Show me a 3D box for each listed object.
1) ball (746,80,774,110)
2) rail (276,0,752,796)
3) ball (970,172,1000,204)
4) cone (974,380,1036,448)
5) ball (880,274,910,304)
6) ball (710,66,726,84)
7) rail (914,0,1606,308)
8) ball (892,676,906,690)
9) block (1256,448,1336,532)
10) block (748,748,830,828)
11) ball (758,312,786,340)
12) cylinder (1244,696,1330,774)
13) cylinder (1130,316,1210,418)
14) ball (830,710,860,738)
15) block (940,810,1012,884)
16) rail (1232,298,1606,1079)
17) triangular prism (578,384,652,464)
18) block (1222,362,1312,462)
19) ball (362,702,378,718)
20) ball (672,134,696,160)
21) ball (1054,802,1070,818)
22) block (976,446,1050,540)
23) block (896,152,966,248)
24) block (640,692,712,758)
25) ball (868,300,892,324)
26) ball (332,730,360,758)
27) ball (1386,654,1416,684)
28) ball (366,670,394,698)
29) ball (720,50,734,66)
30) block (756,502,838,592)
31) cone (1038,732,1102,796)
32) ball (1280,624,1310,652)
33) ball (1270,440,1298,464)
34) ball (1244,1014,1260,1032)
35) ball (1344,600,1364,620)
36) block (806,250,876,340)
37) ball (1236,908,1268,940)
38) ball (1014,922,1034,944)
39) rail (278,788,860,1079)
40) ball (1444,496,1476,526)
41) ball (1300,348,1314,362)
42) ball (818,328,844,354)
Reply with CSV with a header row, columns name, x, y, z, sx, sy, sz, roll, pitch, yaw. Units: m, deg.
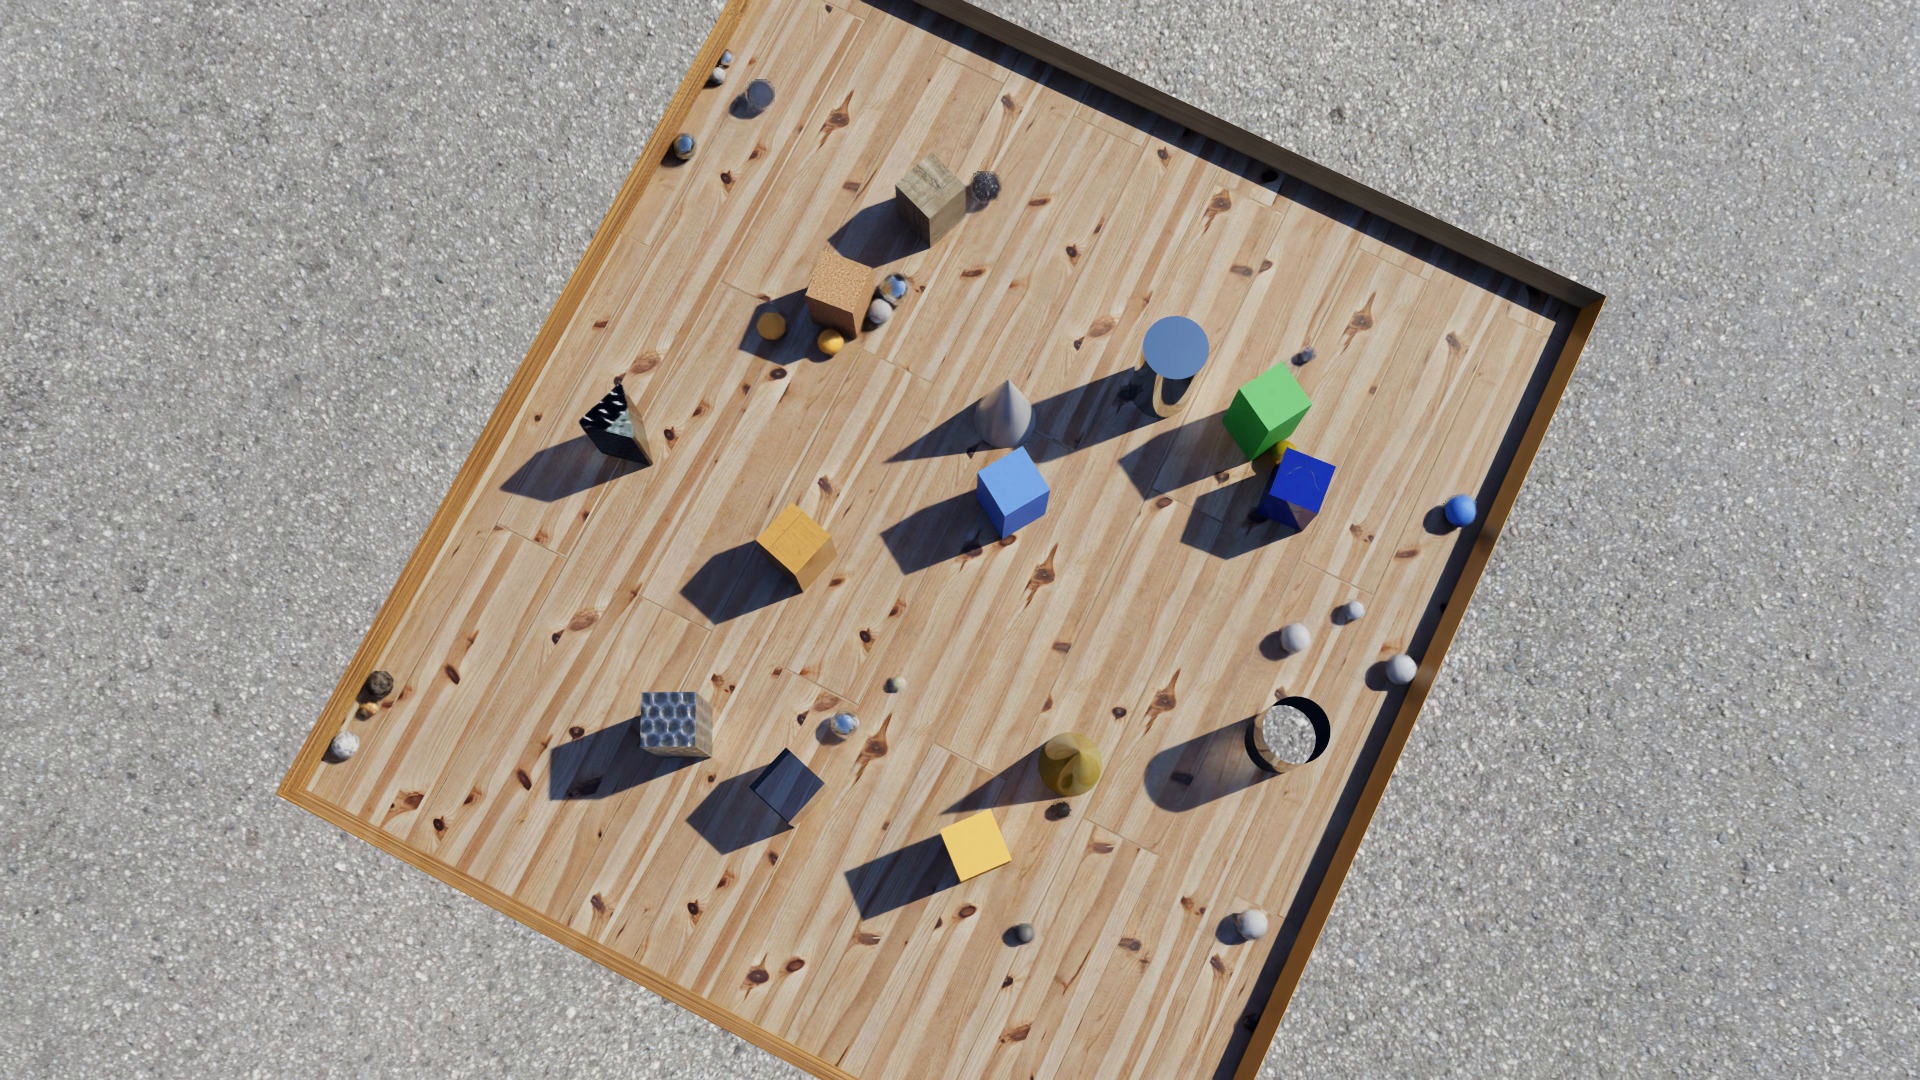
name,x,y,z,sx,sy,sz,roll,pitch,yaw
ball,-0.641,-1.424,5.865,0.091,0.091,0.091,0,78,0
rail,-1.270,-0.615,5.679,0.045,0.125,3.147,26,80,5
ball,0.081,-1.115,5.798,0.096,0.096,0.096,0,78,0
cone,0.140,-0.421,5.487,0.192,0.424,0.192,0,78,0
ball,-0.202,-0.783,5.730,0.096,0.096,0.096,0,78,0
ball,-0.780,-1.496,5.899,0.052,0.052,0.052,0,78,0
rail,0.693,-1.351,5.831,2.887,0.125,0.045,26,80,5
ball,-0.185,0.430,5.505,0.045,0.045,0.045,0,78,0
block,1.008,-0.150,5.515,0.154,0.258,0.154,22,79,4
block,-0.494,0.724,5.346,0.154,0.236,0.154,42,81,8
ball,-0.586,-0.667,5.710,0.086,0.086,0.086,0,78,0
cylinder,0.949,0.569,5.328,0.192,0.334,0.192,0,78,0
cylinder,0.625,-0.515,5.509,0.192,0.419,0.192,0,78,0
ball,-0.342,0.549,5.460,0.085,0.085,0.085,0,78,0
block,0.044,0.883,5.272,0.154,0.316,0.154,-22,79,-4
rail,1.270,0.628,5.422,0.045,0.125,3.147,26,80,5
triangular prism,-1.012,-0.355,5.517,0.166,0.339,0.144,15,79,3
block,0.919,-0.382,5.512,0.154,0.360,0.154,-32,80,-6
ball,-1.769,0.508,5.488,0.045,0.045,0.045,0,78,0
ball,-0.879,-1.252,5.835,0.080,0.080,0.080,0,78,0
ball,0.303,0.799,5.426,0.049,0.049,0.049,0,78,0
block,0.156,-0.138,5.477,0.154,0.329,0.154,-30,80,-6
block,-0.090,-1.056,5.709,0.154,0.248,0.154,-43,81,-8
block,-0.819,0.540,5.320,0.154,0.362,0.154,-1,78,0
ball,-0.251,-0.712,5.725,0.076,0.076,0.076,0,78,0
ball,-1.827,0.608,5.450,0.080,0.080,0.080,0,78,0
ball,1.322,0.386,5.490,0.091,0.091,0.091,0,78,0
ball,-1.737,0.431,5.486,0.081,0.081,0.081,0,78,0
ball,-0.752,-1.557,5.913,0.051,0.051,0.051,0,78,0
block,-0.483,0.024,5.462,0.154,0.292,0.154,41,81,8
cone,0.330,0.626,5.263,0.192,0.439,0.192,0,78,0
ball,1.007,0.295,5.510,0.089,0.089,0.089,0,78,0
ball,0.995,-0.263,5.628,0.085,0.085,0.085,0,78,0
ball,0.849,1.397,5.302,0.050,0.050,0.050,0,78,0
ball,1.191,0.213,5.542,0.060,0.060,0.060,0,78,0
block,-0.366,-0.753,5.642,0.154,0.254,0.154,21,79,4
ball,0.850,1.119,5.339,0.090,0.090,0.090,0,78,0
ball,0.188,1.147,5.350,0.058,0.058,0.058,0,78,0
rail,-0.693,1.364,5.270,2.887,0.125,0.045,26,80,5
ball,1.526,-0.087,5.587,0.093,0.093,0.093,0,78,0
ball,1.084,-0.577,5.714,0.043,0.043,0.043,0,78,0
ball,-0.401,-0.617,5.704,0.079,0.079,0.079,0,78,0
